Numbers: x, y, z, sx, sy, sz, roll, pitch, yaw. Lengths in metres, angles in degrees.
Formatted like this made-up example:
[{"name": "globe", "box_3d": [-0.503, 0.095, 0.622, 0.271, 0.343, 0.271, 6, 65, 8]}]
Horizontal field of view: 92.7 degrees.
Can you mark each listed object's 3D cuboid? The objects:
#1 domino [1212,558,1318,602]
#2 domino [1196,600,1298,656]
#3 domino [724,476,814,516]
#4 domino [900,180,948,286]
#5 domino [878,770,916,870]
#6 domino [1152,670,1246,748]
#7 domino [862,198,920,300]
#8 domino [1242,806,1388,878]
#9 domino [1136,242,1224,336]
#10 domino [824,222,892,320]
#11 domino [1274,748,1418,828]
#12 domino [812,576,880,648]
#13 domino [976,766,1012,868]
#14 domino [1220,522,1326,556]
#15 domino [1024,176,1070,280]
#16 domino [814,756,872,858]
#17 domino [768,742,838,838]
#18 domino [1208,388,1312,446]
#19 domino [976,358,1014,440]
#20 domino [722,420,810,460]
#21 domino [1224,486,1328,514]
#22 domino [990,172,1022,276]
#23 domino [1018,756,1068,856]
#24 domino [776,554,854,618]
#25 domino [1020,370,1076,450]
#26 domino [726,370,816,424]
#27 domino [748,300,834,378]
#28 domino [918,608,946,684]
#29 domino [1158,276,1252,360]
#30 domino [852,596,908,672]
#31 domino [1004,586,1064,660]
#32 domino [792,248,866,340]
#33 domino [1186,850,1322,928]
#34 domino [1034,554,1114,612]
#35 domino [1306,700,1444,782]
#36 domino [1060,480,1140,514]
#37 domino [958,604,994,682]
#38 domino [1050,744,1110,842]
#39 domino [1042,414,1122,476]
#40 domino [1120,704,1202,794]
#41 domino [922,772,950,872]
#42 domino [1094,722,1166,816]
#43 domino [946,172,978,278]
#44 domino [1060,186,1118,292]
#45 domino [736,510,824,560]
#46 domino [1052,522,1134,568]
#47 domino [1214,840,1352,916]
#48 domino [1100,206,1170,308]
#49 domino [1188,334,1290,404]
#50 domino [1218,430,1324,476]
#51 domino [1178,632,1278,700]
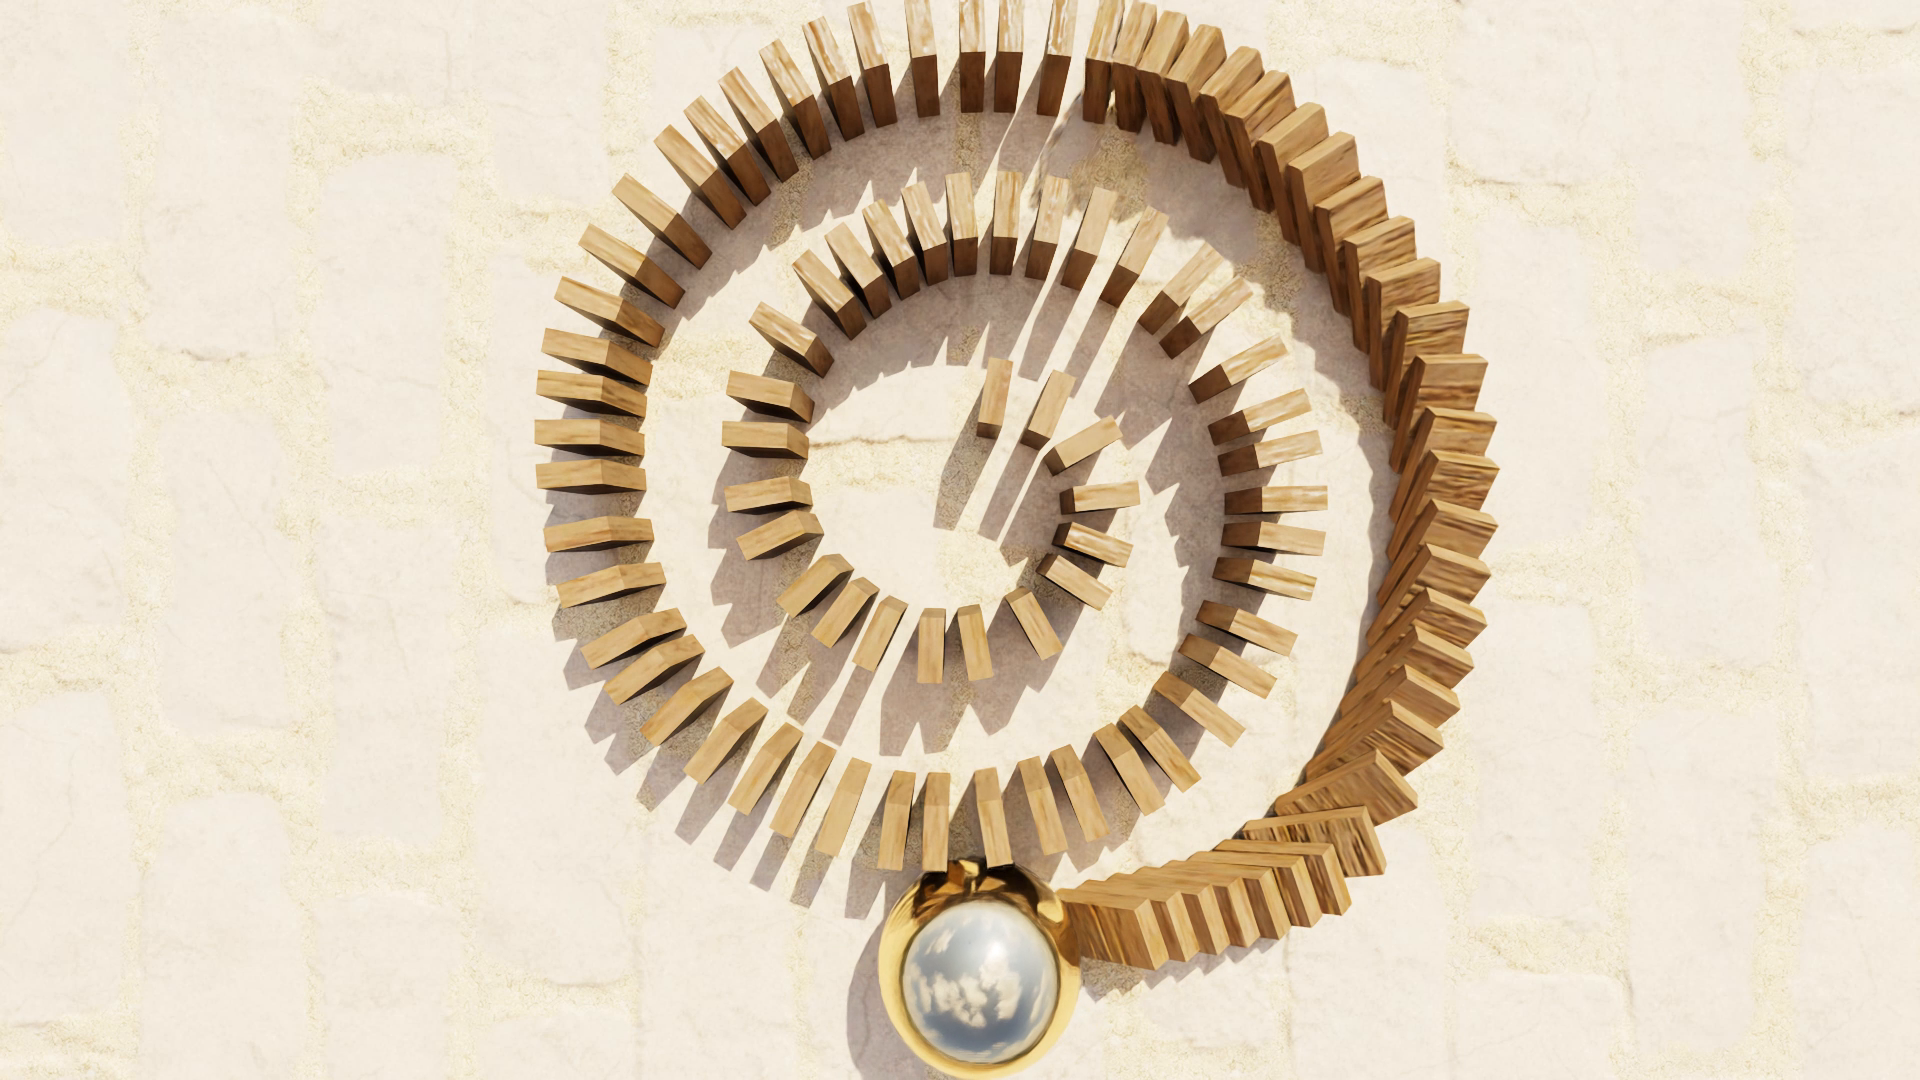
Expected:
[{"name": "domino", "box_3d": [0.123, 0.015, 0.375, 0.025, 0.050, 0.010, 16, 90, 0]}, {"name": "domino", "box_3d": [0.116, 0.035, 0.375, 0.025, 0.050, 0.009, 24, 90, 0]}, {"name": "domino", "box_3d": [-0.077, -0.018, 0.375, 0.025, 0.050, 0.010, -10, 90, 0]}, {"name": "domino", "box_3d": [-0.014, -0.124, 0.375, 0.009, 0.050, 0.025, -20, 90, 0]}, {"name": "domino", "box_3d": [-0.025, 0.113, 0.375, 0.009, 0.050, 0.025, 7, 90, 0]}, {"name": "domino", "box_3d": [0.097, 0.068, 0.375, 0.025, 0.050, 0.009, 38, 90, 0]}, {"name": "domino", "box_3d": [-0.028, -0.118, 0.375, 0.009, 0.050, 0.025, -29, 90, 0]}, {"name": "domino", "box_3d": [0.147, 0.128, 0.382, 0.050, 0.010, 0.025, -21, 90, 34]}, {"name": "domino", "box_3d": [0.089, -0.101, 0.375, 0.009, 0.050, 0.025, 43, 90, 0]}, {"name": "domino", "box_3d": [-0.041, -0.109, 0.375, 0.010, 0.050, 0.025, -37, 90, 0]}, {"name": "domino", "box_3d": [0.160, 0.109, 0.382, 0.025, 0.009, 0.050, 48, 124, 0]}, {"name": "domino", "box_3d": [-0.046, 0.029, 0.375, 0.010, 0.050, 0.025, 37, 90, 0]}, {"name": "domino", "box_3d": [0.013, 0.112, 0.375, 0.010, 0.050, 0.025, -10, 90, 0]}, {"name": "domino", "box_3d": [0.127, 0.000, 0.375, 0.025, 0.050, 0.009, 9, 90, 0]}, {"name": "domino", "box_3d": [0.035, -0.126, 0.375, 0.010, 0.050, 0.025, 11, 90, 0]}, {"name": "domino", "box_3d": [-0.047, 0.108, 0.375, 0.009, 0.050, 0.025, 20, 90, 0]}, {"name": "domino", "box_3d": [-0.063, 0.101, 0.375, 0.010, 0.050, 0.025, 27, 90, 0]}, {"name": "domino", "box_3d": [0.121, -0.050, 0.375, 0.025, 0.050, 0.010, -20, 90, 0]}, {"name": "domino", "box_3d": [0.014, -0.057, 0.375, 0.010, 0.050, 0.025, 10, 90, 0]}, {"name": "domino", "box_3d": [-0.079, -0.040, 0.375, 0.025, 0.050, 0.010, 2, 90, 0]}, {"name": "domino", "box_3d": [0.128, -0.016, 0.375, 0.025, 0.050, 0.010, -1, 90, 0]}, {"name": "domino", "box_3d": [0.018, -0.128, 0.375, 0.010, 0.050, 0.025, 3, 90, 0]}, {"name": "domino", "box_3d": [0.033, 0.107, 0.375, 0.009, 0.050, 0.025, -16, 90, 0]}, {"name": "domino", "box_3d": [-0.058, 0.018, 0.375, 0.025, 0.050, 0.010, -44, 90, 0]}, {"name": "domino", "box_3d": [0.035, -0.052, 0.375, 0.010, 0.050, 0.025, 23, 90, 0]}, {"name": "domino", "box_3d": [-0.076, -0.058, 0.375, 0.025, 0.050, 0.010, 12, 90, 0]}, {"name": "domino", "box_3d": [-0.068, -0.081, 0.375, 0.025, 0.050, 0.010, 31, 90, 0]}, {"name": "domino", "box_3d": [-0.011, 0.042, 0.375, 0.010, 0.050, 0.025, 2, 90, 0]}, {"name": "domino", "box_3d": [0.099, -0.090, 0.375, 0.025, 0.050, 0.009, -38, 90, 0]}, {"name": "domino", "box_3d": [-0.032, 0.037, 0.375, 0.009, 0.050, 0.025, 26, 90, 0]}, {"name": "domino", "box_3d": [0.029, 0.033, 0.375, 0.010, 0.050, 0.025, -29, 90, 0]}, {"name": "domino", "box_3d": [-0.053, -0.099, 0.375, 0.010, 0.050, 0.025, -43, 90, 0]}, {"name": "domino", "box_3d": [0.121, 0.143, 0.378, 0.010, 0.050, 0.025, -19, 90, -42]}, {"name": "domino", "box_3d": [0.046, 0.017, 0.375, 0.025, 0.050, 0.010, 33, 90, 0]}, {"name": "domino", "box_3d": [0.171, 0.090, 0.381, 0.025, 0.009, 0.050, 32, 126, -4]}, {"name": "domino", "box_3d": [0.056, -0.017, 0.375, 0.025, 0.050, 0.010, -6, 90, 0]}, {"name": "domino", "box_3d": [0.006, 0.041, 0.375, 0.010, 0.050, 0.025, -10, 90, 0]}, {"name": "domino", "box_3d": [0.048, 0.102, 0.375, 0.010, 0.050, 0.025, -21, 90, 0]}, {"name": "domino", "box_3d": [0.049, -0.038, 0.375, 0.025, 0.050, 0.009, -29, 90, 0]}, {"name": "domino", "box_3d": [0.081, 0.084, 0.375, 0.010, 0.050, 0.025, -39, 90, 0]}, {"name": "domino", "box_3d": [-0.009, 0.114, 0.375, 0.009, 0.050, 0.025, 2, 90, 0]}, {"name": "domino", "box_3d": [0.069, 0.093, 0.375, 0.010, 0.050, 0.025, -30, 90, 0]}, {"name": "domino", "box_3d": [0.001, -0.128, 0.375, 0.009, 0.050, 0.025, -8, 90, 0]}, {"name": "domino", "box_3d": [0.052, -0.122, 0.375, 0.010, 0.050, 0.025, 18, 90, 0]}, {"name": "domino", "box_3d": [-0.072, -0.002, 0.375, 0.025, 0.050, 0.009, -26, 90, 0]}, {"name": "domino", "box_3d": [0.053, 0.002, 0.375, 0.025, 0.050, 0.010, 21, 90, 0]}, {"name": "domino", "box_3d": [0.132, 0.138, 0.378, 0.009, 0.050, 0.025, -19, 90, -42]}, {"name": "domino", "box_3d": [0.070, -0.114, 0.375, 0.009, 0.050, 0.025, 27, 90, 0]}, {"name": "domino", "box_3d": [0.113, -0.069, 0.375, 0.025, 0.050, 0.010, -28, 90, 0]}, {"name": "domino", "box_3d": [0.126, -0.035, 0.375, 0.025, 0.050, 0.009, -13, 90, 0]}, {"name": "domino", "box_3d": [0.108, 0.051, 0.375, 0.025, 0.050, 0.010, 30, 90, 0]}]
